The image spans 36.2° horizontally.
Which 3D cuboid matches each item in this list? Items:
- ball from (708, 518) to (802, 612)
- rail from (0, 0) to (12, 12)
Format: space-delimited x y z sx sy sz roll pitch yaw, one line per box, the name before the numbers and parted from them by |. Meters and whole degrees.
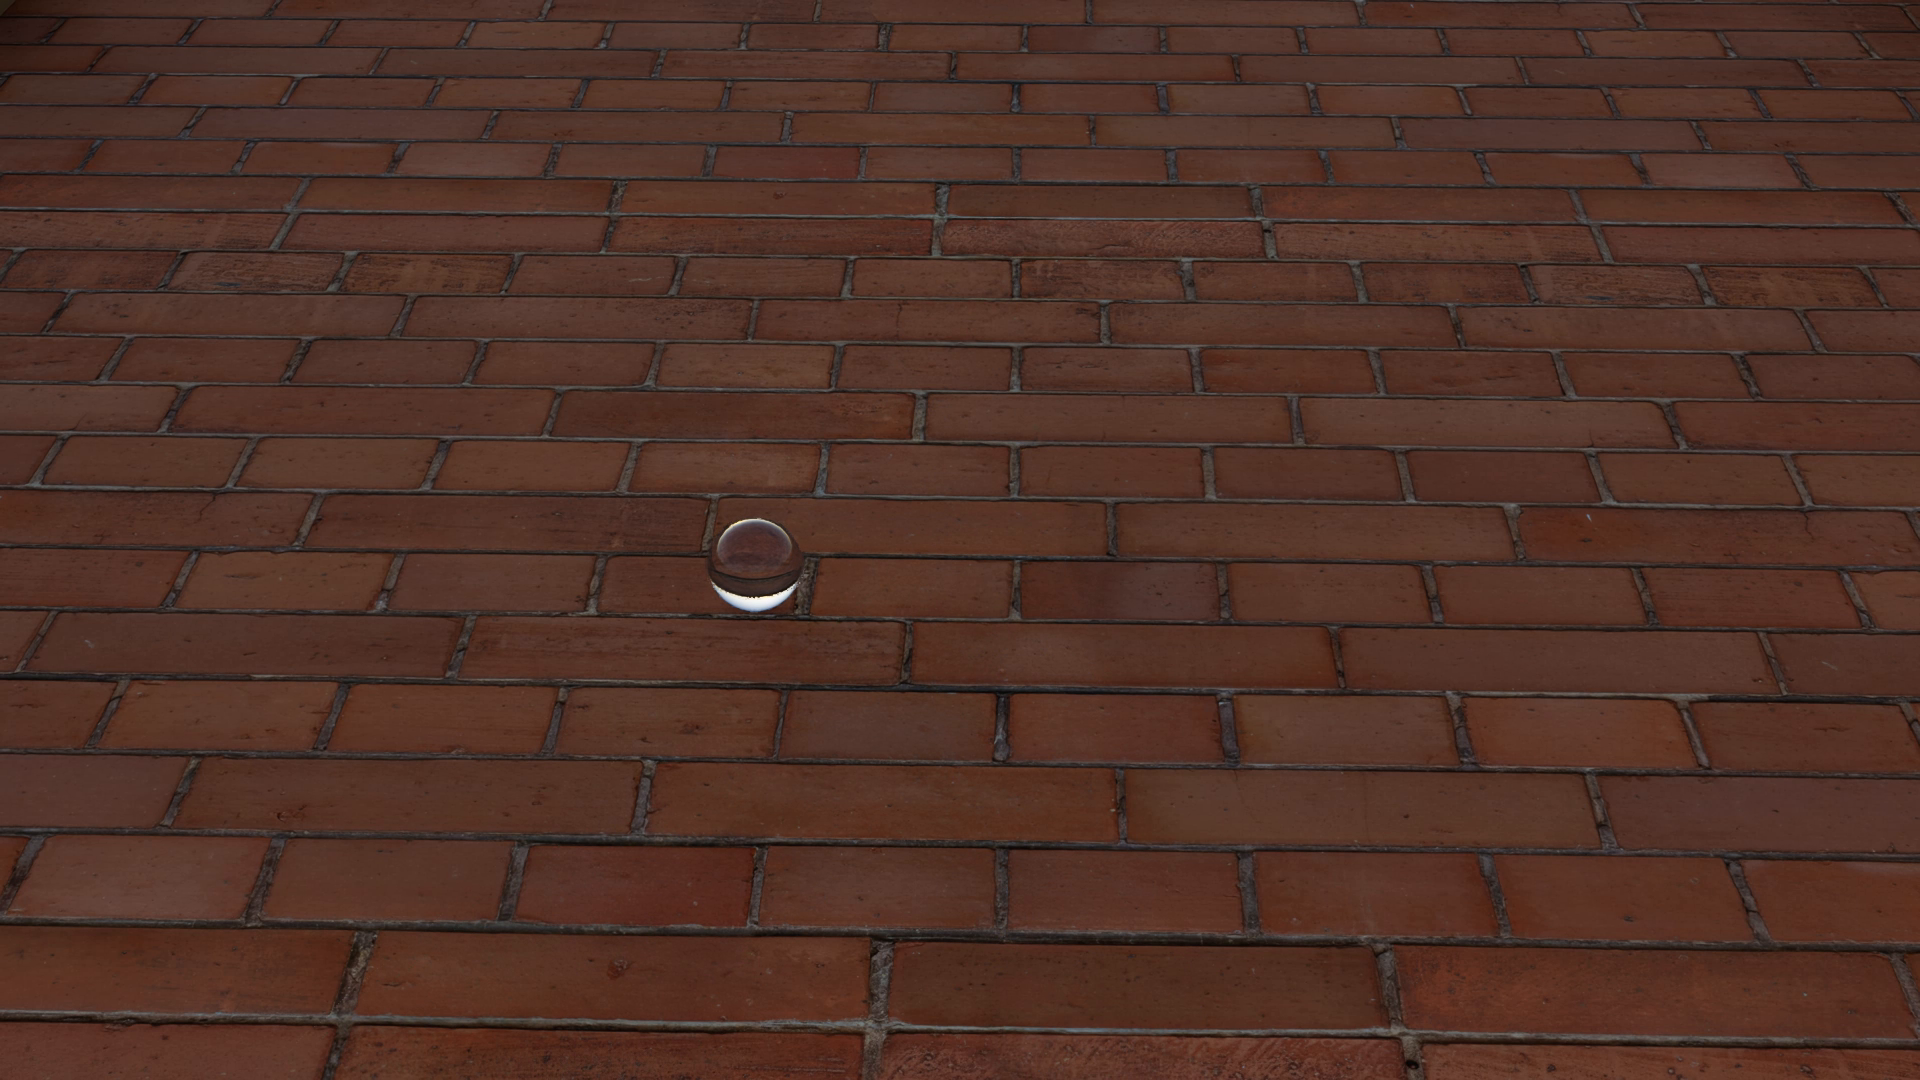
ball | -0.120 0.014 1.726 0.055 0.055 0.055 0 29 0
rail | -0.861 -0.450 2.500 0.045 0.128 3.436 1 29 1
